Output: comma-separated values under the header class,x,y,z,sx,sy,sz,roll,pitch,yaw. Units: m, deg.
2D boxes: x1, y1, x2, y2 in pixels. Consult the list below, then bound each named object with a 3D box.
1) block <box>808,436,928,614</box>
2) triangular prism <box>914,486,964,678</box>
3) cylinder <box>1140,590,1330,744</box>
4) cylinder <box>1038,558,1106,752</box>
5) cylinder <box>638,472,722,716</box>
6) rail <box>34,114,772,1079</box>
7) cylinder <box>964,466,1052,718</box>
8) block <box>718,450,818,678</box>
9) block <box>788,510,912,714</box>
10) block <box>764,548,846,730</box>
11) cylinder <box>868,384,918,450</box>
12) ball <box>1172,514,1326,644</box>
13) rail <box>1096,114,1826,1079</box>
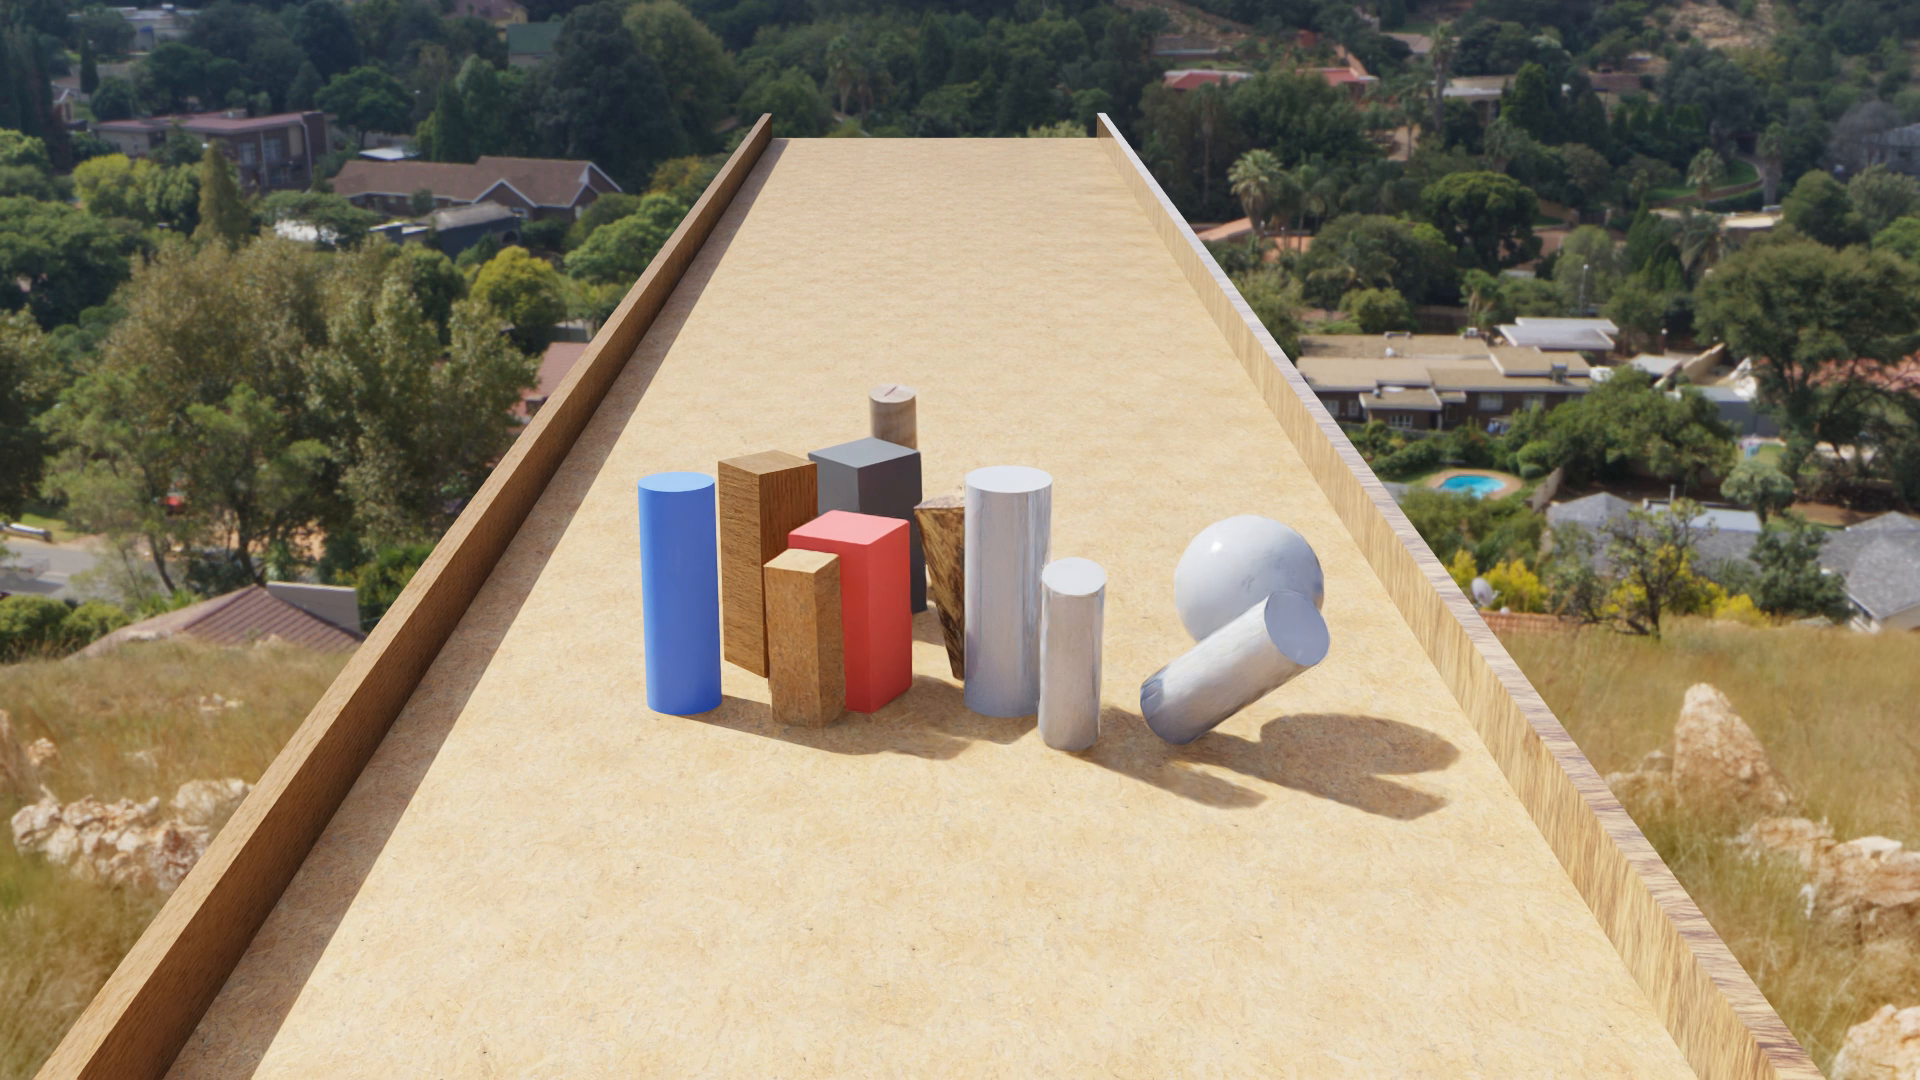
class,x,y,z,sx,sy,sz,roll,pitch,yaw
block,-0.195,-0.017,4.654,0.169,0.352,0.169,-17,23,-38
triangular prism,0.018,0.083,4.255,0.111,0.371,0.097,-1,26,26
cylinder,0.478,0.228,3.868,0.141,0.141,0.364,-14,-17,-39
cylinder,0.197,0.205,3.894,0.111,0.350,0.111,0,35,0
cylinder,-0.525,0.100,4.129,0.142,0.434,0.142,0,17,0
rail,-1.118,-0.838,7.780,0.050,0.150,12.000,0,17,-1
cylinder,0.089,0.096,4.111,0.162,0.444,0.162,0,20,0
block,-0.376,0.045,4.350,0.138,0.413,0.138,-14,21,-38
block,-0.207,0.135,4.183,0.168,0.334,0.168,8,19,25
block,-0.285,0.182,4.063,0.102,0.309,0.102,7,21,23
cylinder,-0.139,-0.112,4.792,0.101,0.452,0.101,-1,27,1
ball,0.529,0.091,4.029,0.276,0.276,0.276,0,17,0
rail,0.932,-0.844,7.801,0.050,0.150,12.000,0,17,-1
